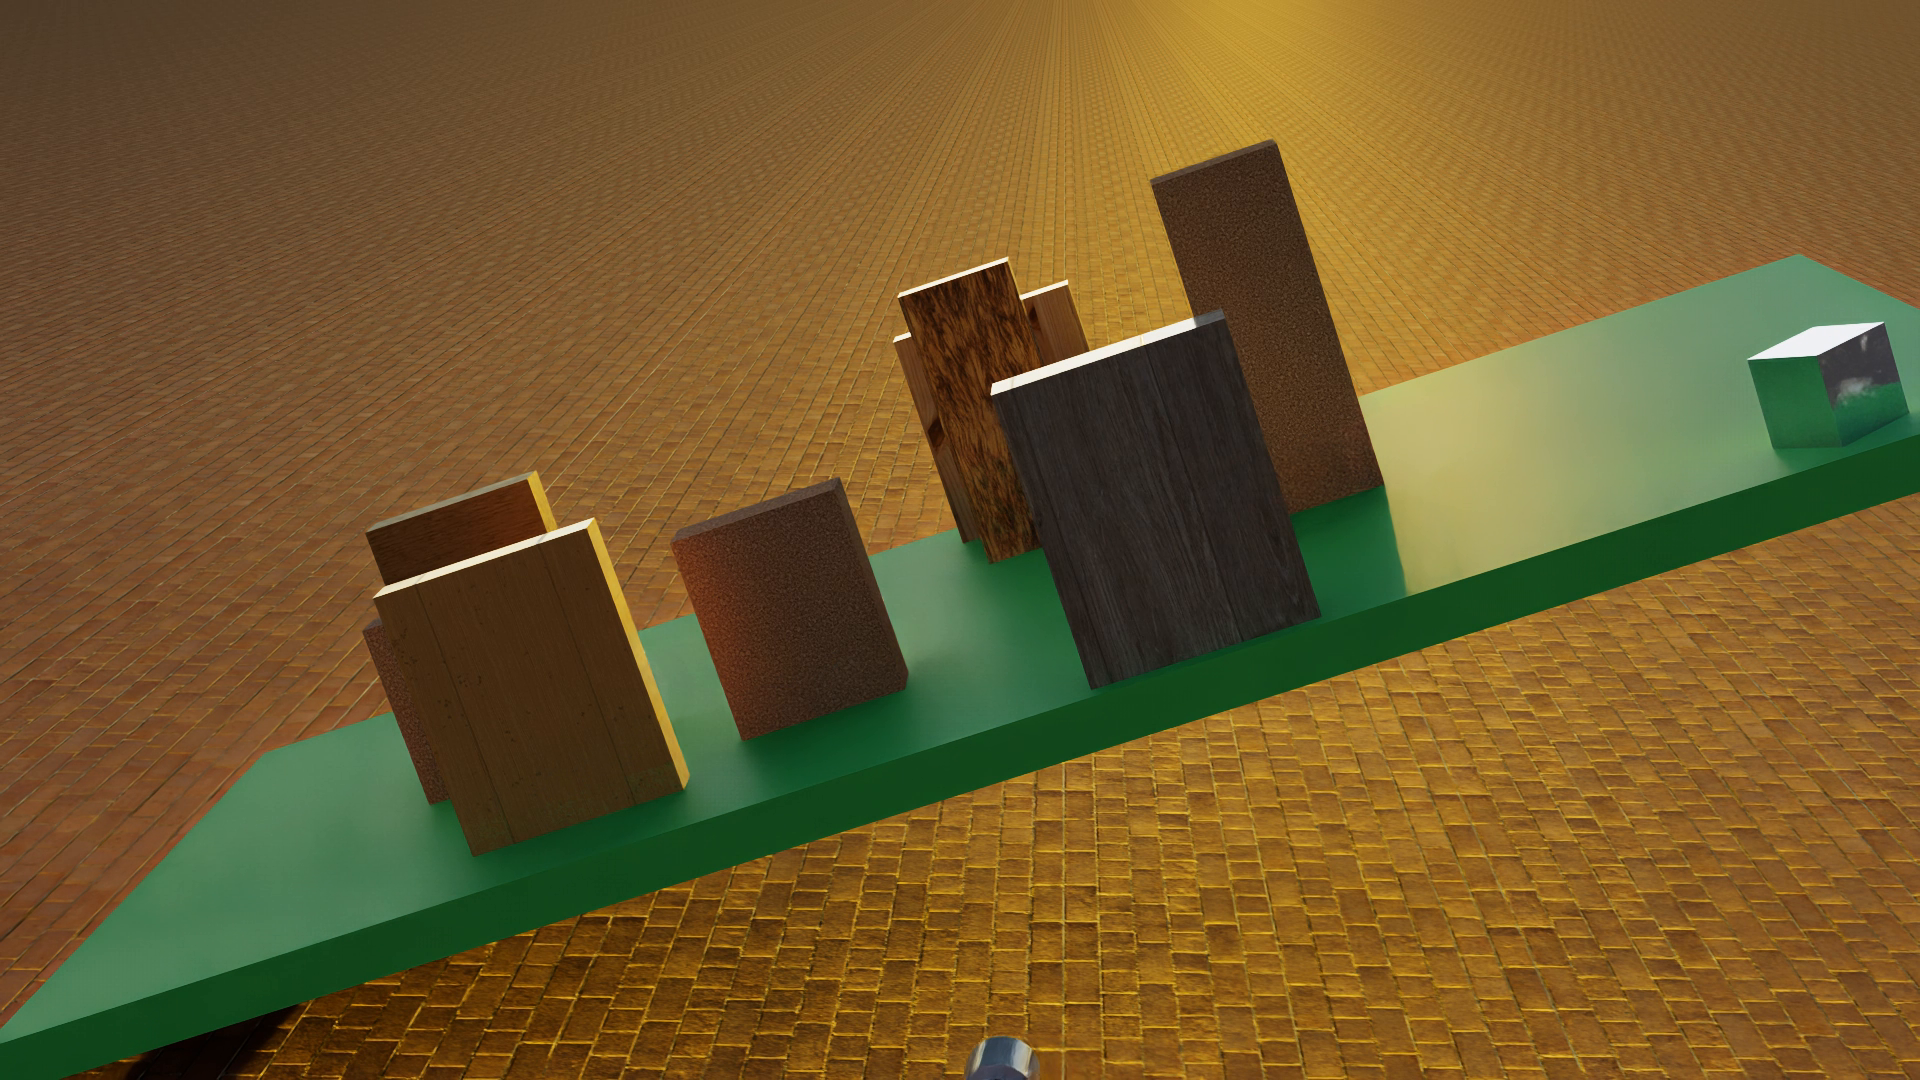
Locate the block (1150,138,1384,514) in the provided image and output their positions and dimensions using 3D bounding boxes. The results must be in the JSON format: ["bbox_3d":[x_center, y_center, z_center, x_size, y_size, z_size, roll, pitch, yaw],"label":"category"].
[{"bbox_3d":[0.644,-0.438,6.179,0.271,0.749,0.141,-18,11,6],"label":"block"}]

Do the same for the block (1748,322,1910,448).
[{"bbox_3d":[1.573,-0.279,5.330,0.174,0.174,0.174,-24,12,-26],"label":"block"}]

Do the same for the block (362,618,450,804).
[{"bbox_3d":[-1.051,0.322,6.252,0.294,0.401,0.106,-18,11,6],"label":"block"}]

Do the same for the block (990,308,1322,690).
[{"bbox_3d":[0.356,-0.073,5.336,0.438,0.572,0.132,-18,11,6],"label":"block"}]

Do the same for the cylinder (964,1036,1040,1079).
[{"bbox_3d":[0.075,1.004,5.419,0.138,0.138,0.138,1,12,5],"label":"cylinder"}]

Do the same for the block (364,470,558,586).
[{"bbox_3d":[-1.046,0.169,6.608,0.386,0.550,0.110,-18,11,6],"label":"block"}]

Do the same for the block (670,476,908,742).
[{"bbox_3d":[-0.338,0.137,5.874,0.344,0.426,0.134,-18,11,6],"label":"block"}]

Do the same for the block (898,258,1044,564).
[{"bbox_3d":[0.088,-0.293,6.693,0.260,0.646,0.082,-18,11,6],"label":"block"}]

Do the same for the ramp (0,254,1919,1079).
[{"bbox_3d":[0.106,0.180,6.305,4.000,0.100,2.000,-18,11,6],"label":"ramp"}]

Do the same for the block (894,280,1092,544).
[{"bbox_3d":[0.132,-0.306,7.040,0.435,0.514,0.085,-18,11,6],"label":"block"}]

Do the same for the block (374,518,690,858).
[{"bbox_3d":[-0.821,0.285,5.662,0.435,0.541,0.097,-18,11,6],"label":"block"}]
